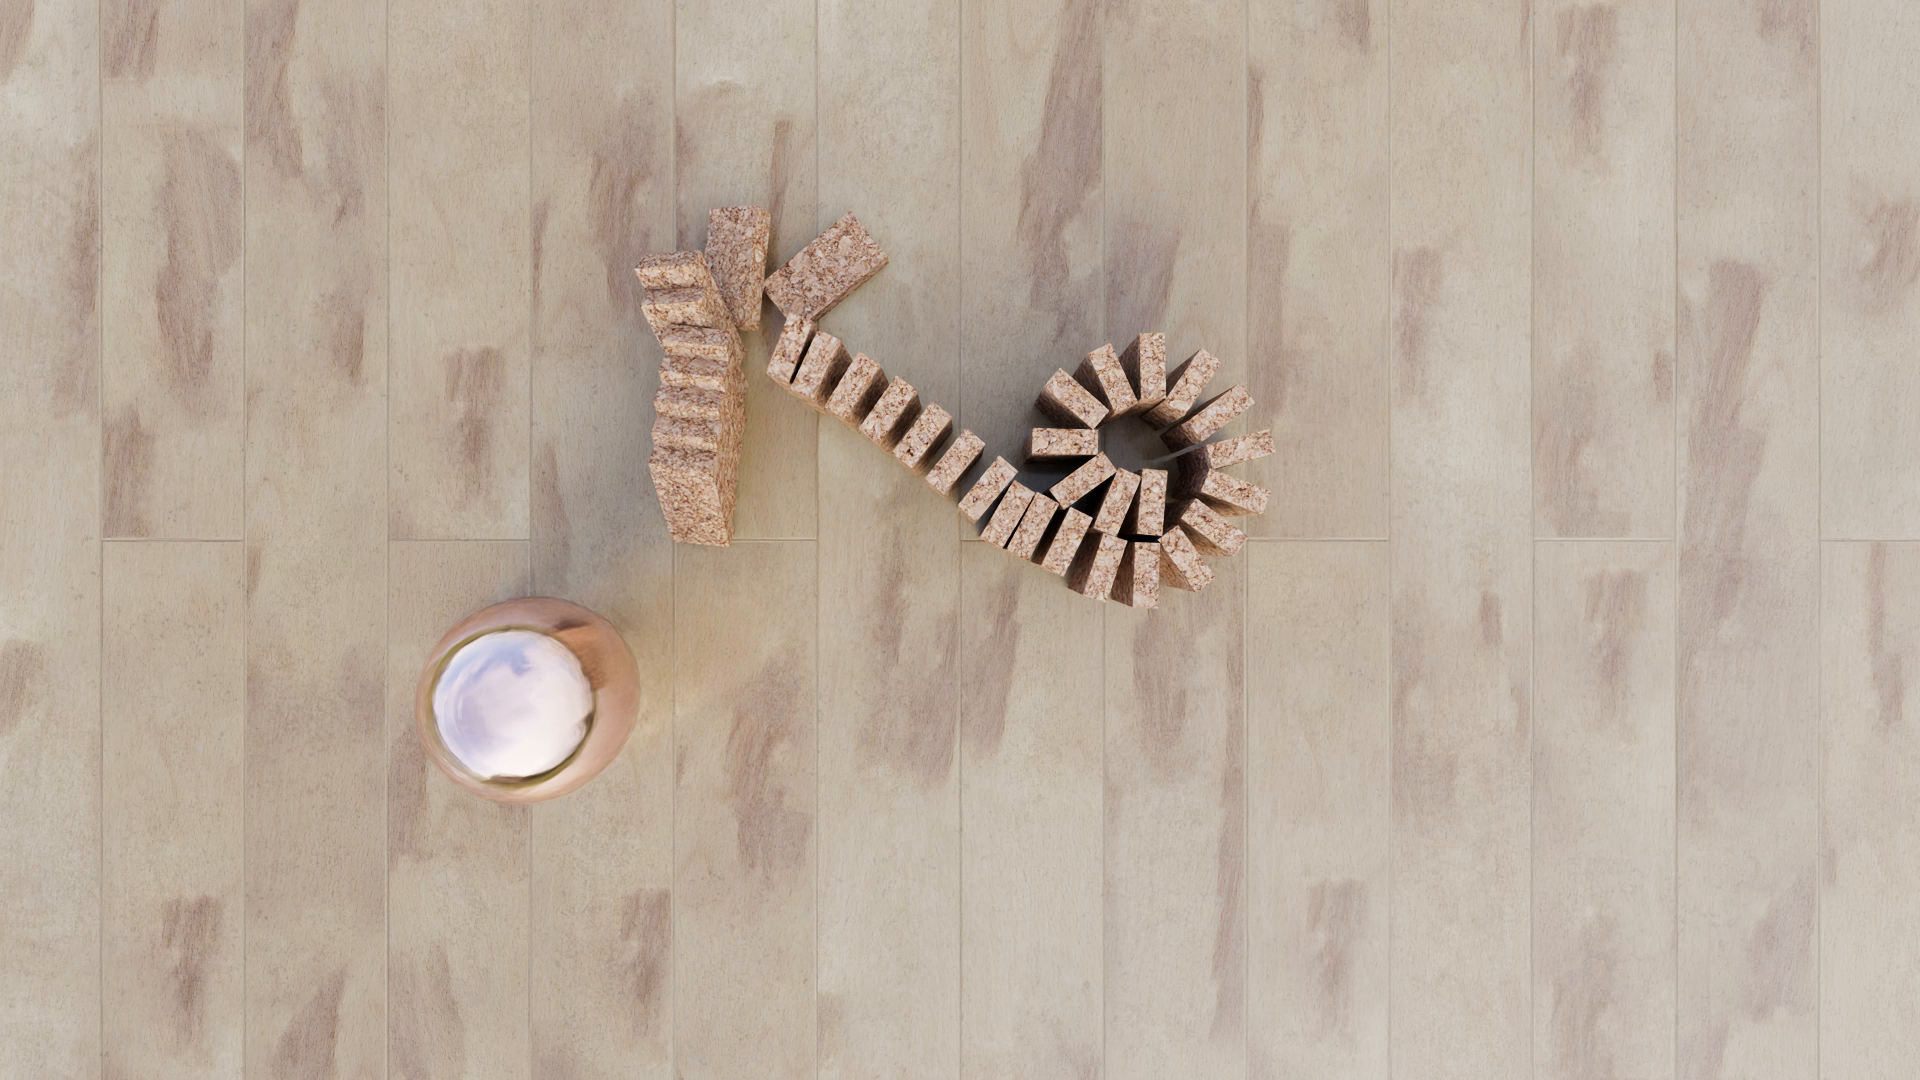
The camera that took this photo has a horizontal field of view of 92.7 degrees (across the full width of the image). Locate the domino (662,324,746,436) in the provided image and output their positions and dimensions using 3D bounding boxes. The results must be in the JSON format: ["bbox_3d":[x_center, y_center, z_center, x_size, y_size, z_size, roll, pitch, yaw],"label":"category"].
[{"bbox_3d":[-0.104,-0.065,0.377,0.025,0.050,0.009,6,52,0],"label":"domino"}]

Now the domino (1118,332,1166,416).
[{"bbox_3d":[0.074,-0.067,0.375,0.010,0.050,0.025,-1,90,0],"label":"domino"}]

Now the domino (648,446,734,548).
[{"bbox_3d":[-0.110,-0.017,0.377,0.025,0.050,0.010,6,53,0],"label":"domino"}]

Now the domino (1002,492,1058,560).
[{"bbox_3d":[0.028,-0.005,0.375,0.010,0.050,0.025,28,90,0],"label":"domino"}]

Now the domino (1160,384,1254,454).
[{"bbox_3d":[0.100,-0.049,0.375,0.025,0.050,0.010,-36,90,0],"label":"domino"}]

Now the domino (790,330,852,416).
[{"bbox_3d":[-0.055,-0.067,0.375,0.009,0.050,0.025,25,90,0],"label":"domino"}]

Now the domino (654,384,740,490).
[{"bbox_3d":[-0.108,-0.041,0.377,0.025,0.050,0.009,6,52,0],"label":"domino"}]

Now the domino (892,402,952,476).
[{"bbox_3d":[-0.015,-0.040,0.375,0.009,0.050,0.025,38,90,0],"label":"domino"}]

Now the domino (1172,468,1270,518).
[{"bbox_3d":[0.105,-0.019,0.375,0.025,0.050,0.009,21,90,0],"label":"domino"}]

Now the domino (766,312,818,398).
[{"bbox_3d":[-0.065,-0.074,0.375,0.010,0.050,0.025,22,90,0],"label":"domino"}]

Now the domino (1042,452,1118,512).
[{"bbox_3d":[0.047,-0.023,0.375,0.025,0.050,0.009,-36,90,0],"label":"domino"}]

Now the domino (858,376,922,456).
[{"bbox_3d":[-0.028,-0.050,0.375,0.010,0.050,0.025,35,90,0],"label":"domino"}]

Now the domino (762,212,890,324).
[{"bbox_3d":[-0.058,-0.115,0.395,0.050,0.010,0.025,-39,90,0],"label":"domino"}]

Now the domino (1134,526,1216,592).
[{"bbox_3d":[0.087,0.007,0.375,0.010,0.050,0.025,-36,90,0],"label":"domino"}]

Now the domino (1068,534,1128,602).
[{"bbox_3d":[0.055,0.011,0.375,0.009,0.050,0.025,19,90,0],"label":"domino"}]

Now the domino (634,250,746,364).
[{"bbox_3d":[-0.109,-0.093,0.375,0.025,0.050,0.009,0,50,14],"label":"domino"}]

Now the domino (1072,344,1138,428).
[{"bbox_3d":[0.058,-0.062,0.375,0.009,0.050,0.025,-25,90,0],"label":"domino"}]

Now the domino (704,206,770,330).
[{"bbox_3d":[-0.096,-0.115,0.391,0.025,0.009,0.050,6,90,25],"label":"domino"}]

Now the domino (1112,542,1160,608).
[{"bbox_3d":[0.071,0.014,0.375,0.009,0.050,0.025,2,90,0],"label":"domino"}]

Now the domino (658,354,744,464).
[{"bbox_3d":[-0.106,-0.053,0.377,0.025,0.050,0.009,7,52,0],"label":"domino"}]

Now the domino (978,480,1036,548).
[{"bbox_3d":[0.018,-0.010,0.375,0.010,0.050,0.025,31,90,0],"label":"domino"}]

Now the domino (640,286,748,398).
[{"bbox_3d":[-0.108,-0.079,0.376,0.025,0.050,0.010,-1,50,10],"label":"domino"}]

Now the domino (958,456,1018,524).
[{"bbox_3d":[0.011,-0.020,0.375,0.009,0.050,0.025,40,90,0],"label":"domino"}]

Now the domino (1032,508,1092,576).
[{"bbox_3d":[0.041,0.001,0.375,0.009,0.050,0.025,27,90,0],"label":"domino"}]

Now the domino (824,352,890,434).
[{"bbox_3d":[-0.041,-0.059,0.375,0.009,0.050,0.025,32,90,0],"label":"domino"}]

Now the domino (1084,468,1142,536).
[{"bbox_3d":[0.060,-0.014,0.375,0.010,0.050,0.025,23,90,0],"label":"domino"}]

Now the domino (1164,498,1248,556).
[{"bbox_3d":[0.097,-0.005,0.375,0.025,0.050,0.009,36,90,0],"label":"domino"}]

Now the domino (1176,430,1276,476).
[{"bbox_3d":[0.107,-0.035,0.375,0.025,0.050,0.009,-14,90,0],"label":"domino"}]

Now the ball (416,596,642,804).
[{"bbox_3d":[-0.168,0.062,0.360,0.080,0.080,0.080,0,90,0],"label":"ball"}]

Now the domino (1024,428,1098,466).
[{"bbox_3d":[0.040,-0.038,0.375,0.025,0.050,0.009,1,90,0],"label":"domino"}]

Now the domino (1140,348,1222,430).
[{"bbox_3d":[0.089,-0.060,0.375,0.009,0.050,0.025,35,90,0],"label":"domino"}]

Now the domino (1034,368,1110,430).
[{"bbox_3d":[0.045,-0.054,0.375,0.025,0.050,0.009,41,90,0],"label":"domino"}]

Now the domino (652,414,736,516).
[{"bbox_3d":[-0.109,-0.029,0.377,0.025,0.050,0.009,6,52,0],"label":"domino"}]

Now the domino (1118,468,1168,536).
[{"bbox_3d":[0.074,-0.014,0.375,0.009,0.050,0.025,5,90,0],"label":"domino"}]

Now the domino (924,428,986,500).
[{"bbox_3d":[-0.002,-0.030,0.375,0.009,0.050,0.025,39,90,0],"label":"domino"}]
